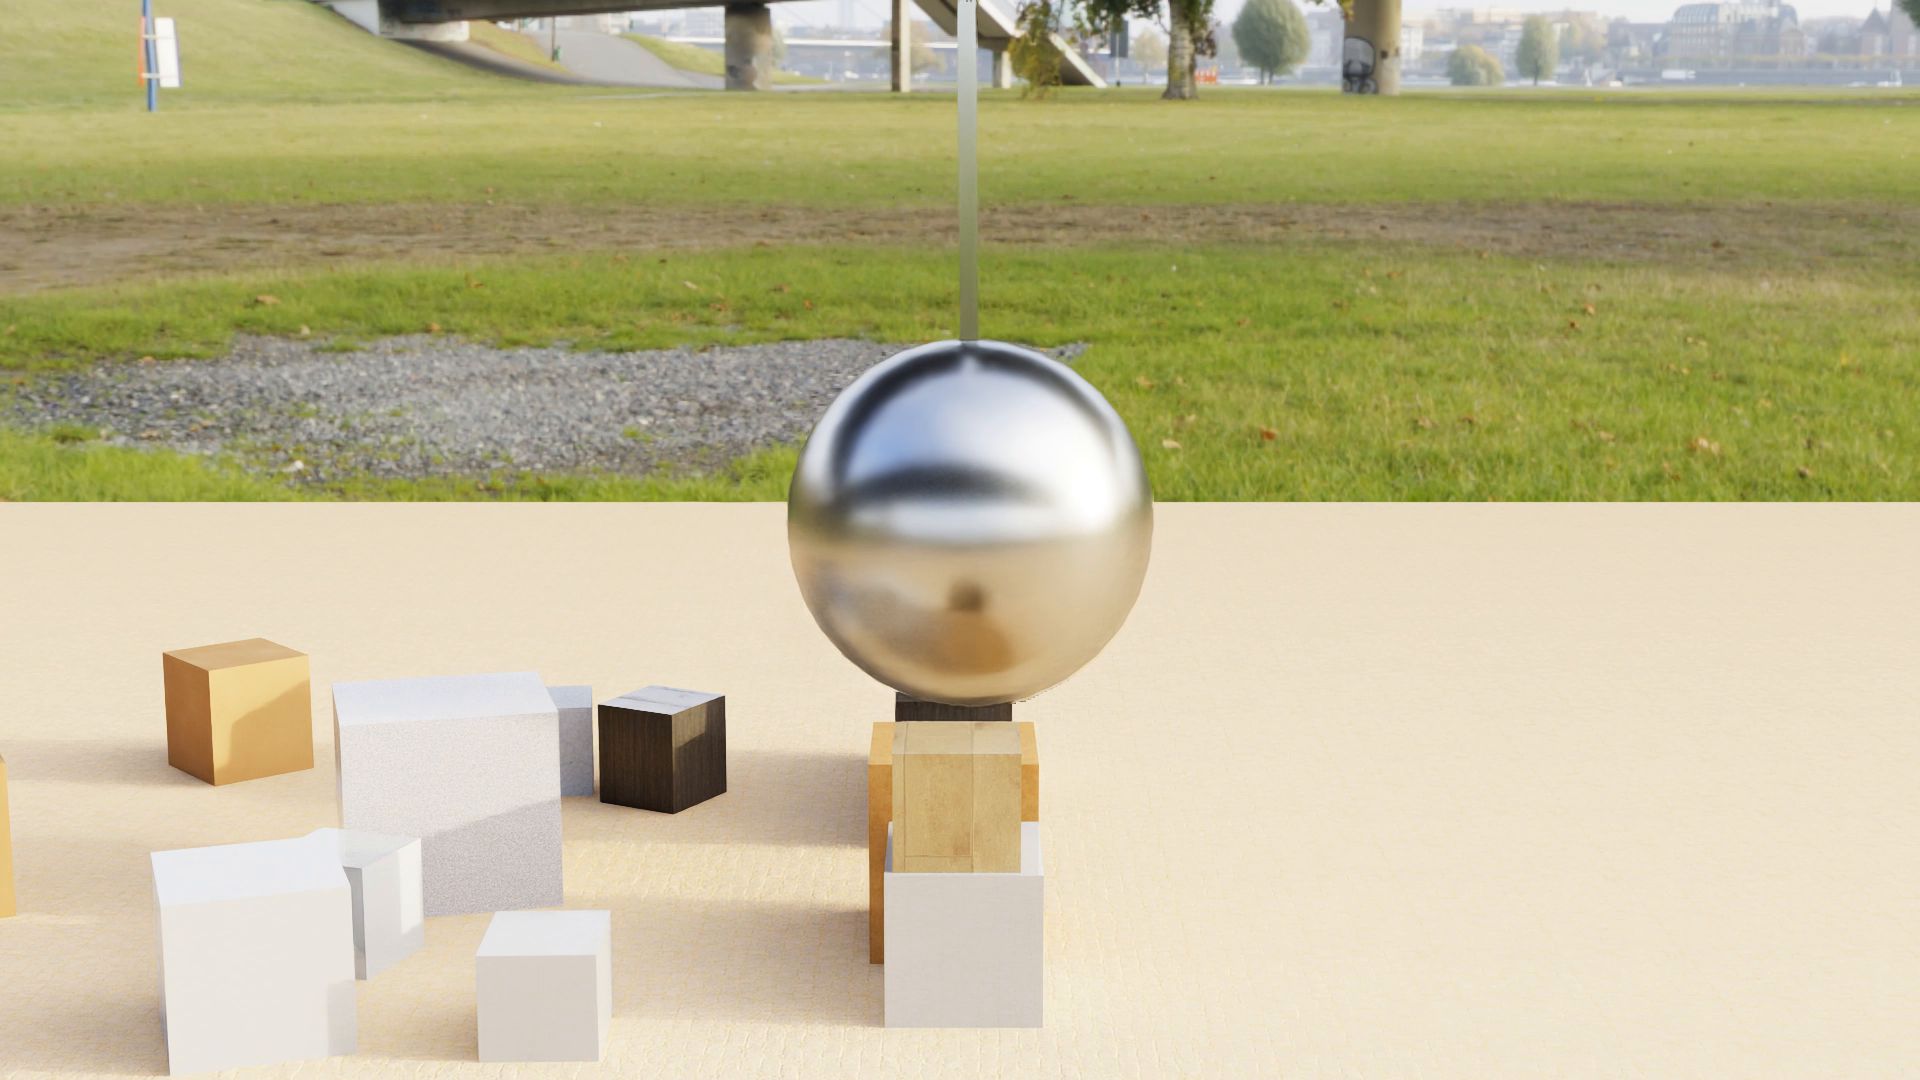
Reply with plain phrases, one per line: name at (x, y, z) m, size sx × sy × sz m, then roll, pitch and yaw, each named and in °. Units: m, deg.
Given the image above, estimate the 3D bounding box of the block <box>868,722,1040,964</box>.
block at (-0.026, 1.228, 10.510) m, size 0.672 × 0.823 × 0.677 m, roll 0°, pitch 10°, yaw 0°

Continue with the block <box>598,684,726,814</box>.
block at (-1.456, 1.021, 12.571) m, size 0.437 × 0.493 × 0.456 m, roll 6°, pitch 12°, yaw 28°

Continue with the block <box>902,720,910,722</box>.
block at (-0.034, 1.139, 11.936) m, size 0.494 × 0.487 × 0.479 m, roll 0°, pitch 10°, yaw 1°

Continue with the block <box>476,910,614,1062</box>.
block at (-1.522, 1.637, 9.442) m, size 0.431 × 0.402 × 0.499 m, roll 0°, pitch 10°, yaw -2°

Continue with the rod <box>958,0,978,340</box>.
rod at (0.019, -3.421, 10.558) m, size 0.080 × 5.200 × 0.080 m, roll 0°, pitch 10°, yaw 0°

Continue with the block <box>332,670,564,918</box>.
block at (-2.232, 1.098, 11.138) m, size 0.897 × 0.855 × 0.787 m, roll -3°, pitch 11°, yaw -16°

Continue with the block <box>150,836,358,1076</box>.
block at (-2.609, 1.517, 9.463) m, size 0.654 × 0.630 × 0.677 m, roll -4°, pitch 11°, yaw -20°

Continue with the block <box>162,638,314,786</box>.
block at (-3.691, 0.871, 13.121) m, size 0.537 × 0.593 × 0.551 m, roll -9°, pitch 13°, yaw -40°

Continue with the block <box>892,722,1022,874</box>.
block at (-0.011, 0.965, 9.676) m, size 0.474 × 0.454 × 0.472 m, roll 0°, pitch 10°, yaw 0°

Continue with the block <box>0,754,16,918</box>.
block at (-4.467, 1.227, 10.948) m, size 0.690 × 0.669 × 0.762 m, roll -5°, pitch 12°, yaw -27°

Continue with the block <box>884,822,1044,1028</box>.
block at (0.014, 1.466, 9.849) m, size 0.590 × 0.592 × 0.689 m, roll 0°, pitch 10°, yaw 0°

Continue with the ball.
ball at (0.044, -0.076, 11.166) m, size 1.600 × 1.600 × 1.600 m, roll 0°, pitch 10°, yaw 0°

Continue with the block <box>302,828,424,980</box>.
block at (-2.469, 1.453, 10.294) m, size 0.460 × 0.458 × 0.424 m, roll 4°, pitch 11°, yaw 20°

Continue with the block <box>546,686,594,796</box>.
block at (-2.073, 1.003, 12.796) m, size 0.477 × 0.448 × 0.460 m, roll -1°, pitch 10°, yaw -7°

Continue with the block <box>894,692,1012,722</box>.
block at (-0.025, 1.001, 12.429) m, size 0.554 × 0.583 × 0.539 m, roll 0°, pitch 10°, yaw 1°
